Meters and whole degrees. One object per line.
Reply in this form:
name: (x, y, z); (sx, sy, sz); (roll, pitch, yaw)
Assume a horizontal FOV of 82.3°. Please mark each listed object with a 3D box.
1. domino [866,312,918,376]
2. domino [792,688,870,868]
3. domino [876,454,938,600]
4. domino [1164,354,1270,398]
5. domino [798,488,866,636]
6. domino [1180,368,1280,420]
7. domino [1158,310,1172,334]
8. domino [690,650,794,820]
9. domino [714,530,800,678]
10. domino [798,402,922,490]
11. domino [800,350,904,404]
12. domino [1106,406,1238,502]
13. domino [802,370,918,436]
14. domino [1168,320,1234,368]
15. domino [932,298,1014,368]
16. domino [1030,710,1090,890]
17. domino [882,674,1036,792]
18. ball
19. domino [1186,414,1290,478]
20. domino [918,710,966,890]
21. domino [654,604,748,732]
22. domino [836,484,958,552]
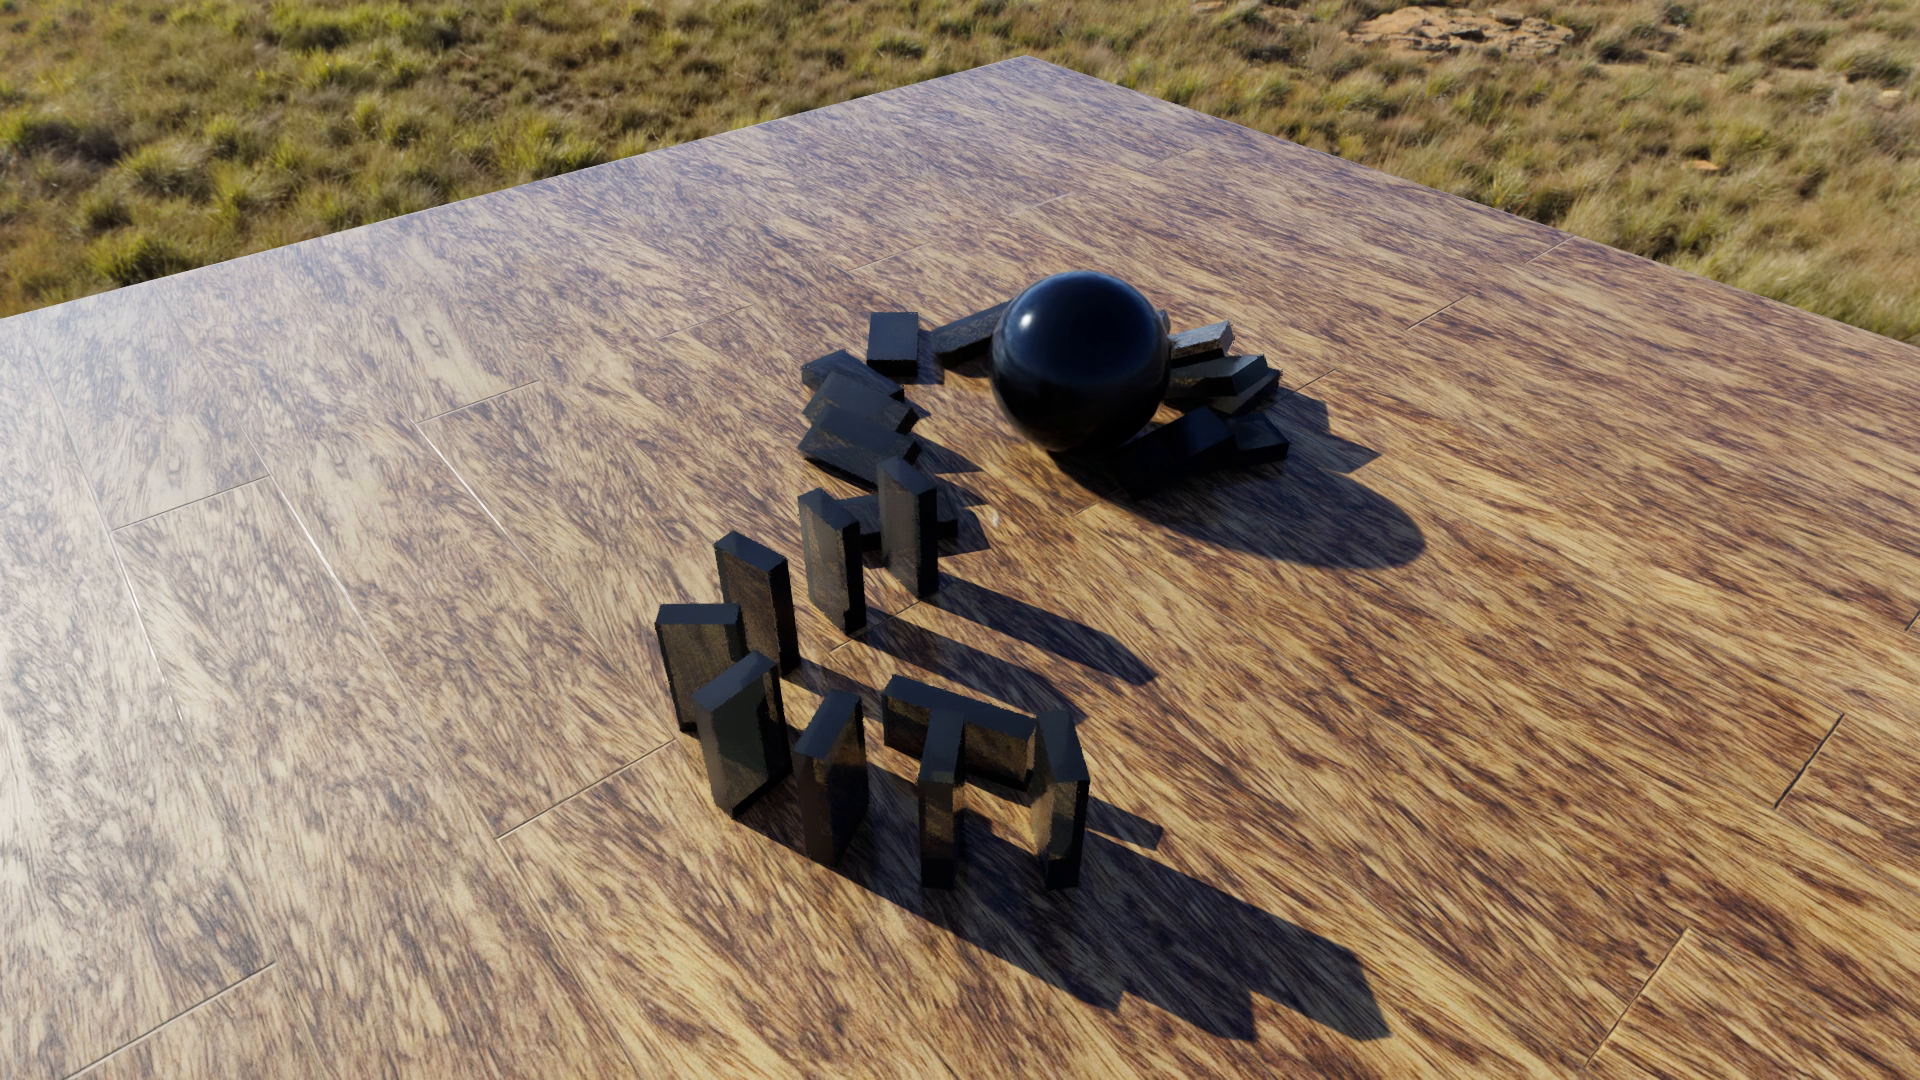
domino: (-0.034, -0.101, 0.567); (0.025, 0.009, 0.050); (-1, 39, -1)
domino: (-0.037, 0.071, 0.325); (0.009, 0.050, 0.025); (13, 41, 16)
domino: (-0.020, -0.004, 0.417); (0.009, 0.050, 0.025); (-25, 45, -27)
domino: (0.116, -0.077, 0.516); (0.025, 0.010, 0.050); (-33, 23, -29)
domino: (-0.046, 0.008, 0.401); (0.009, 0.050, 0.025); (-27, 46, -29)
domino: (0.131, -0.071, 0.531); (0.025, 0.010, 0.050); (28, 47, 30)
domino: (0.078, -0.099, 0.549); (0.050, 0.010, 0.025); (-10, 33, 27)
domino: (-0.066, 0.060, 0.338); (0.010, 0.050, 0.025); (28, 47, 30)
domino: (-0.070, 0.023, 0.383); (0.025, 0.050, 0.009); (25, 45, 27)
domino: (-0.044, -0.040, 0.483); (0.050, 0.010, 0.025); (25, 76, 27)
domino: (-0.053, -0.075, 0.535); (0.025, 0.009, 0.050); (-29, 47, -31)
domino: (0.092, -0.038, 0.477); (0.050, 0.010, 0.025); (-27, 43, -3)
domino: (-0.046, -0.057, 0.504); (0.050, 0.010, 0.025); (28, 80, 30)
domino: (0.106, -0.093, 0.539); (0.050, 0.009, 0.025); (-9, 25, 30)
domino: (0.013, -0.106, 0.561); (0.050, 0.009, 0.025); (-20, 40, 4)
domino: (0.028, 0.076, 0.319); (0.010, 0.050, 0.025); (-5, 40, -6)
domino: (0.000, 0.062, 0.355); (0.050, 0.025, 0.009); (15, 42, 18)
ball: (0.052, -0.077, 0.482); (0.080, 0.080, 0.080); (0, 39, 0)
domino: (0.119, -0.043, 0.496); (0.050, 0.010, 0.025); (-10, 40, -12)
domino: (-0.005, 0.076, 0.319); (0.009, 0.050, 0.025); (5, 40, 6)
domino: (-0.082, 0.042, 0.360); (0.025, 0.050, 0.010); (0, 39, 0)
domino: (-0.028, -0.009, 0.454); (0.050, 0.010, 0.025); (-10, 40, -11)
